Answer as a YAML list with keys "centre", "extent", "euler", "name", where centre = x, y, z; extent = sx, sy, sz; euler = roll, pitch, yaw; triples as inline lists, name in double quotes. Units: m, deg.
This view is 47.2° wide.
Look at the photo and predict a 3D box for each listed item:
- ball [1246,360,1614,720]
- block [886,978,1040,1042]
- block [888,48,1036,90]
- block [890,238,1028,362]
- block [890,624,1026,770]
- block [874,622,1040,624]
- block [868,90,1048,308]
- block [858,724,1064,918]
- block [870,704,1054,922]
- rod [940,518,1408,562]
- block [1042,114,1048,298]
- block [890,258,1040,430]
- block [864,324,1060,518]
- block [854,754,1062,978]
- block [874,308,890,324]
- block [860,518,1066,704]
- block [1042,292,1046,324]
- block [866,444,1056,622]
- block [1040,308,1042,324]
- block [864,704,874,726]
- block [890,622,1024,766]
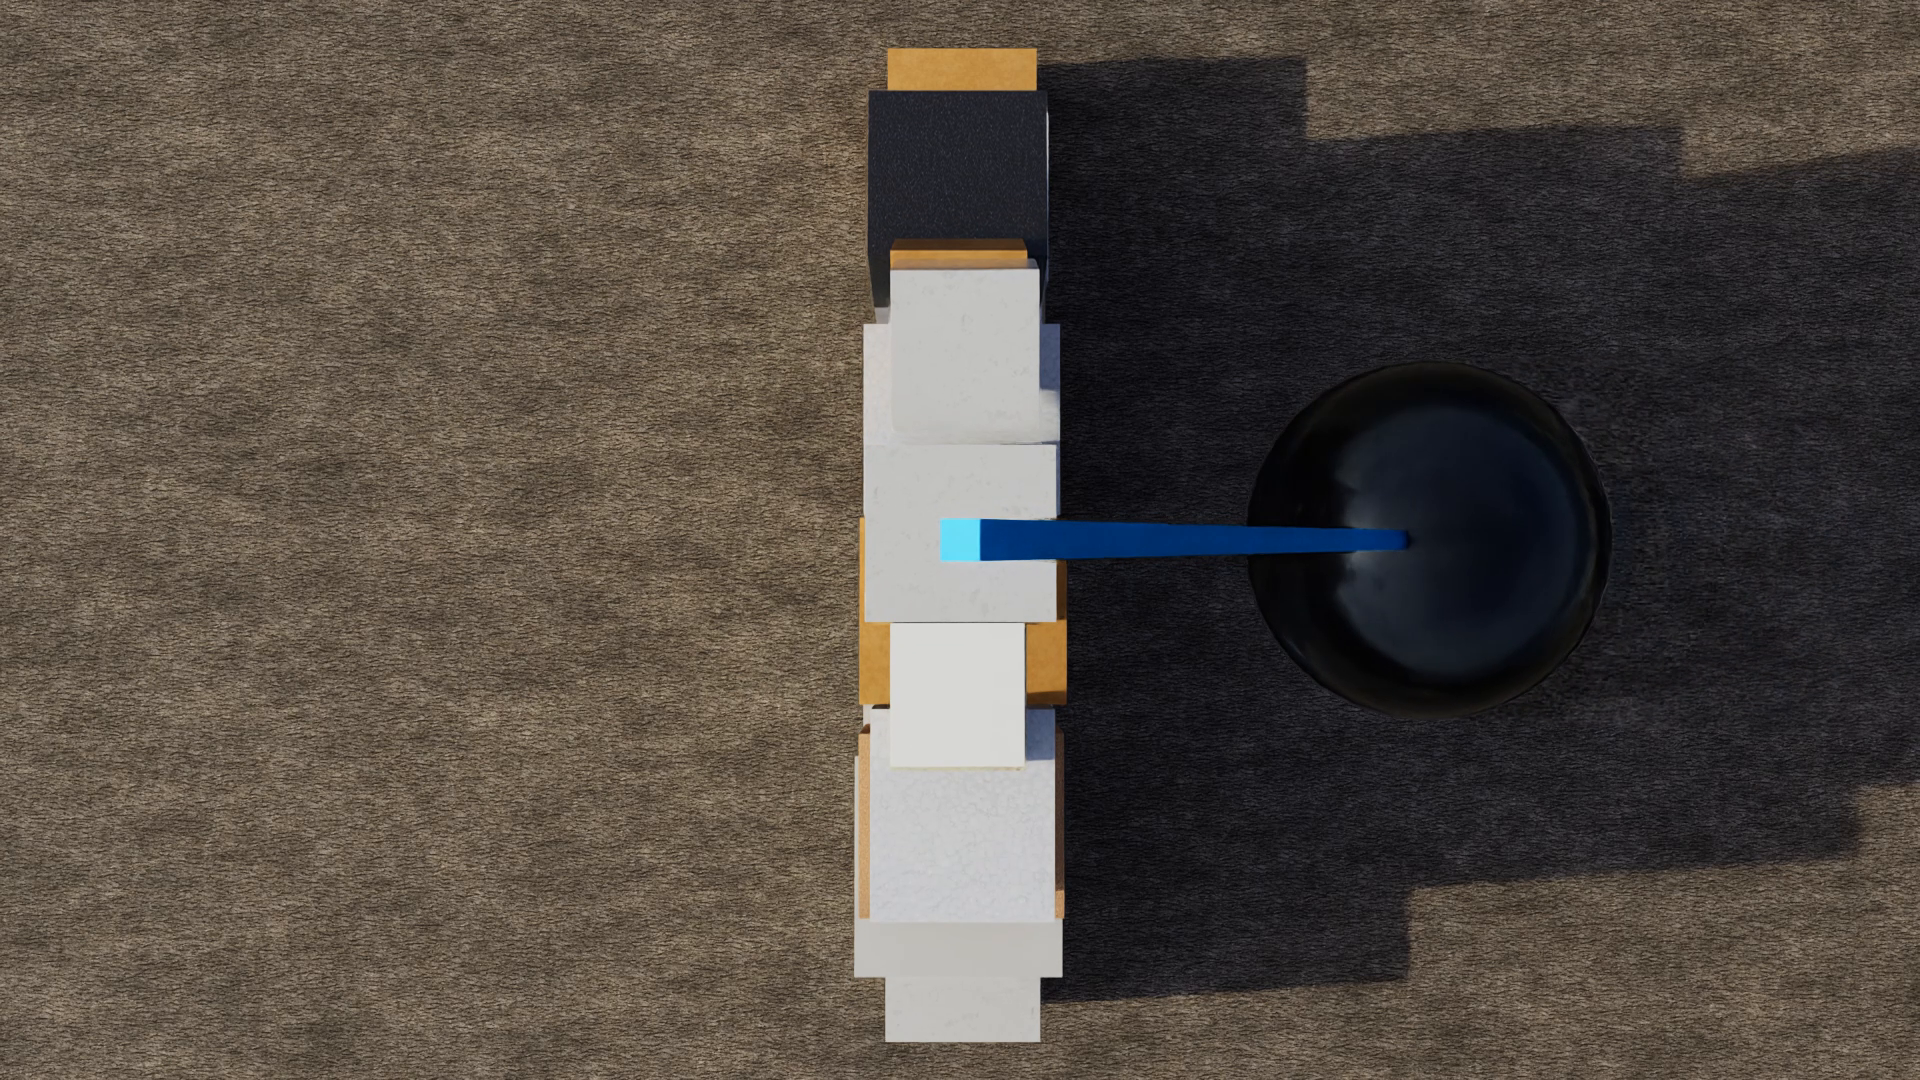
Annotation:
- centre: [2.074, 0.000, 9.791]
  extent: [1.600, 1.600, 1.600]
  euler: [0, 90, 0]
  name: "ball"
- centre: [0.016, 2.306, 12.523]
  extent: [0.847, 0.954, 0.887]
  euler: [0, 90, 0]
  name: "block"
- centre: [0.013, -2.368, 12.651]
  extent: [0.833, 0.697, 0.762]
  euler: [0, 90, 0]
  name: "block"
- centre: [-0.005, -0.916, 9.225]
  extent: [0.550, 0.664, 0.645]
  euler: [0, 102, 0]
  name: "block"
- centre: [-0.006, 0.635, 8.970]
  extent: [0.543, 0.476, 0.576]
  euler: [0, 88, 0]
  name: "block"
- centre: [-0.014, -0.016, 9.297]
  extent: [0.677, 0.610, 0.737]
  euler: [0, 89, 0]
  name: "block"
- centre: [-0.011, -1.528, 9.947]
  extent: [0.779, 0.756, 0.758]
  euler: [0, 79, 0]
  name: "block"
- centre: [0.007, 1.330, 10.551]
  extent: [0.948, 0.806, 0.851]
  euler: [0, 89, 0]
  name: "block"
- centre: [0.011, 1.165, 9.673]
  extent: [0.772, 0.957, 0.889]
  euler: [0, 89, 0]
  name: "block"
- centre: [0.899, 0.000, 6.601]
  extent: [0.080, 5.200, 0.080]
  euler: [0, 90, 20]
  name: "rod"
- centre: [0.015, -1.769, 11.743]
  extent: [0.886, 0.766, 0.870]
  euler: [0, 90, 0]
  name: "block"
- centre: [0.020, -0.777, 8.634]
  extent: [0.563, 0.548, 0.610]
  euler: [0, 102, 0]
  name: "block"
- centre: [0.009, -0.519, 10.020]
  extent: [0.858, 0.814, 0.837]
  euler: [0, 89, 0]
  name: "block"
- centre: [-0.007, 1.640, 11.499]
  extent: [1.033, 1.106, 1.096]
  euler: [0, 89, 0]
  name: "block"
- centre: [-0.020, -1.490, 10.720]
  extent: [0.783, 0.776, 0.788]
  euler: [0, 79, 0]
  name: "block"
- centre: [0.014, 0.322, 10.078]
  extent: [0.904, 0.964, 0.814]
  euler: [0, 89, 0]
  name: "block"
- centre: [0.016, -1.480, 12.563]
  extent: [0.906, 0.873, 0.995]
  euler: [0, 90, 0]
  name: "block"
- centre: [0.003, -0.019, 8.653]
  extent: [0.723, 0.679, 0.670]
  euler: [0, 89, 0]
  name: "block"
- centre: [0.018, -0.934, 11.563]
  extent: [0.789, 0.970, 0.796]
  euler: [0, 89, 0]
  name: "block"
- centre: [-0.010, 0.498, 12.503]
  extent: [1.034, 0.995, 1.081]
  euler: [0, 90, 0]
  name: "block"
- centre: [-0.009, 0.590, 8.517]
  extent: [0.506, 0.433, 0.541]
  euler: [0, 88, 0]
  name: "block"
